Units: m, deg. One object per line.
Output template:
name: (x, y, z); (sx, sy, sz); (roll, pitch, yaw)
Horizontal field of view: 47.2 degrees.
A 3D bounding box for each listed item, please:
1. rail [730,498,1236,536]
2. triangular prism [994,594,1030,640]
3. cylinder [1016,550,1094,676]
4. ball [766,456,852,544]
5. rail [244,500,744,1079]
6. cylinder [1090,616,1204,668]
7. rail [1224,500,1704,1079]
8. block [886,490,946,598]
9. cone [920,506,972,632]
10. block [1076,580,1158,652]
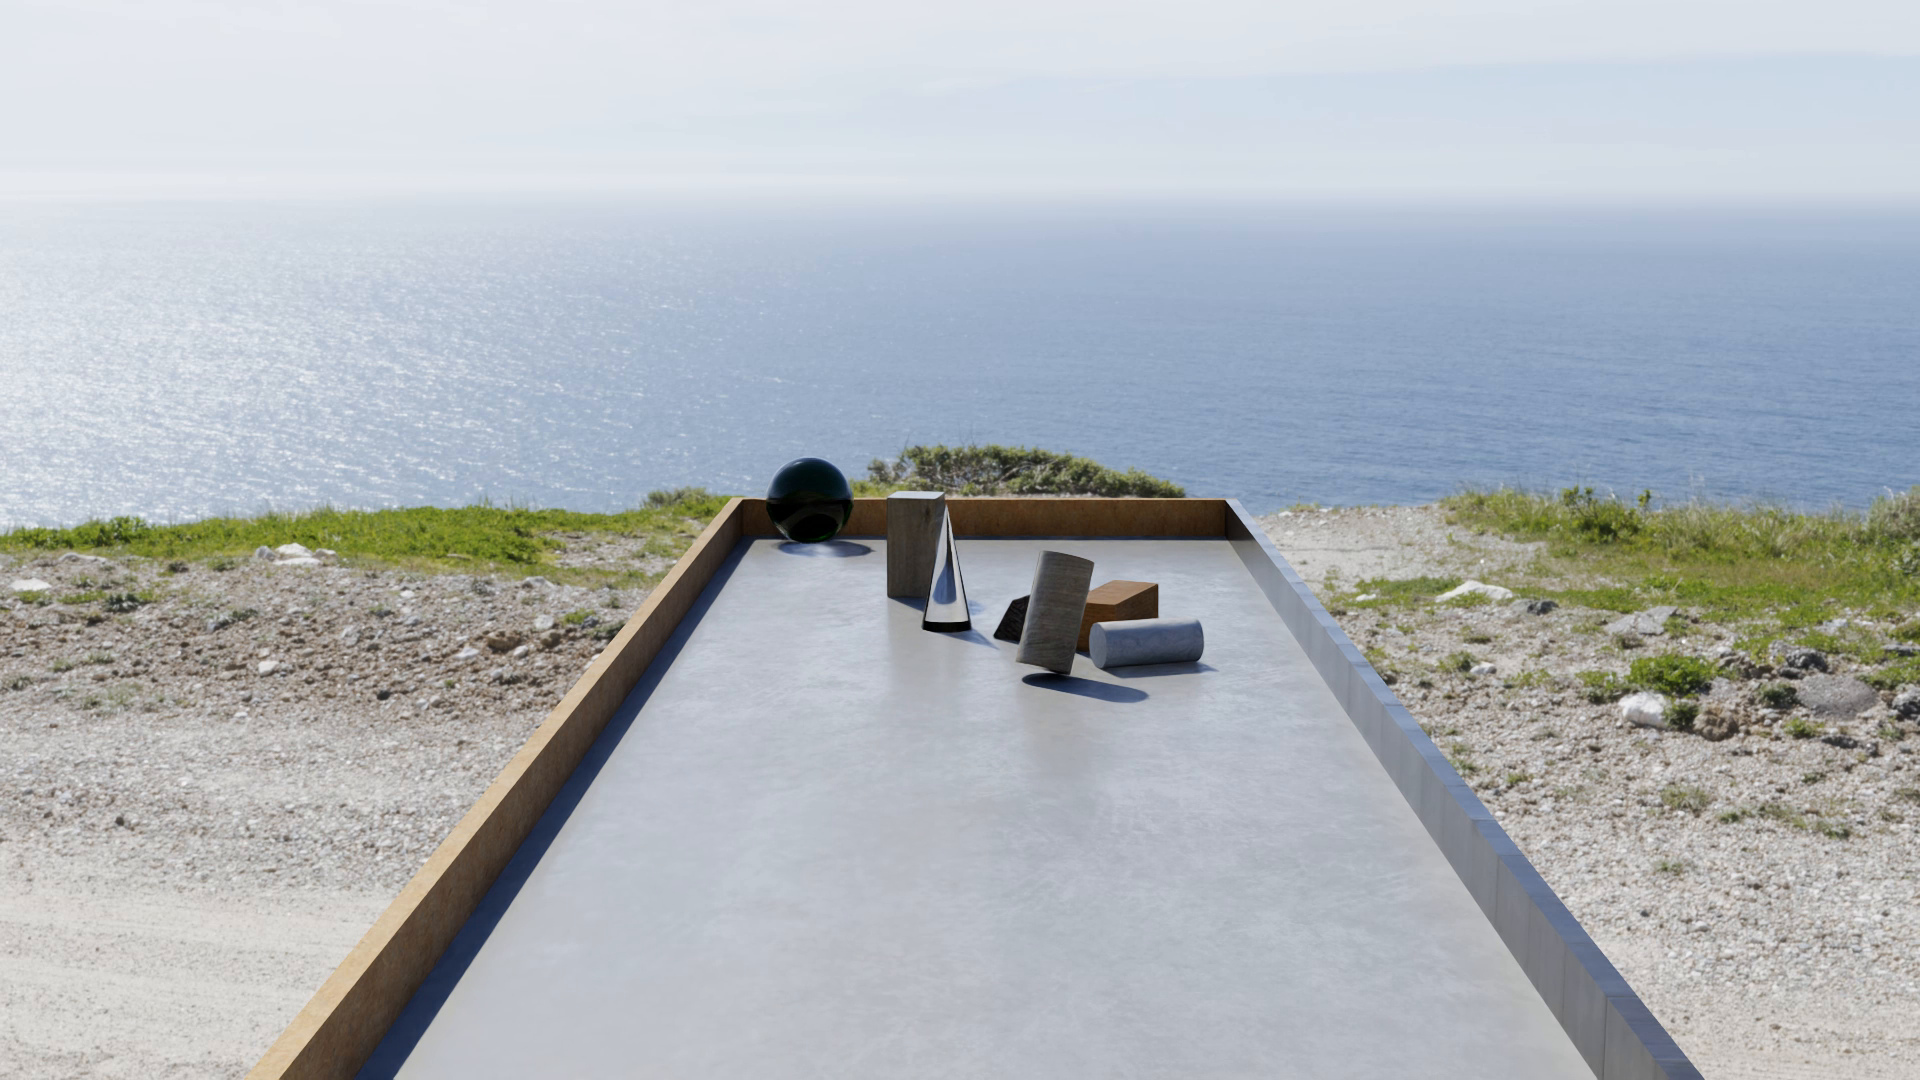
rail: (0.099, -0.098, 9.147); (2.100, 0.150, 0.050); (0, 9, 1)
triangular prism: (0.276, 0.223, 7.169); (0.147, 0.128, 0.439); (5, 10, 28)
cylinder: (0.279, 0.214, 6.465); (0.165, 0.337, 0.165); (13, -6, 1)
ball: (-0.611, -0.164, 8.916); (0.353, 0.353, 0.353); (0, 9, 0)
rail: (-1.004, 0.839, 3.234); (0.050, 0.150, 12.000); (0, 9, 1)
cylinder: (0.562, 0.308, 6.627); (0.316, 0.138, 0.138); (-3, 10, -19)
rail: (1.046, 0.843, 3.208); (0.050, 0.150, 12.000); (0, 9, 1)
block: (-0.155, 0.015, 7.781); (0.175, 0.354, 0.175); (2, 9, 11)
cone: (-0.044, 0.083, 7.171); (0.170, 0.411, 0.170); (0, 9, 0)
block: (0.490, 0.242, 6.990); (0.155, 0.155, 0.414); (4, 10, 24)
